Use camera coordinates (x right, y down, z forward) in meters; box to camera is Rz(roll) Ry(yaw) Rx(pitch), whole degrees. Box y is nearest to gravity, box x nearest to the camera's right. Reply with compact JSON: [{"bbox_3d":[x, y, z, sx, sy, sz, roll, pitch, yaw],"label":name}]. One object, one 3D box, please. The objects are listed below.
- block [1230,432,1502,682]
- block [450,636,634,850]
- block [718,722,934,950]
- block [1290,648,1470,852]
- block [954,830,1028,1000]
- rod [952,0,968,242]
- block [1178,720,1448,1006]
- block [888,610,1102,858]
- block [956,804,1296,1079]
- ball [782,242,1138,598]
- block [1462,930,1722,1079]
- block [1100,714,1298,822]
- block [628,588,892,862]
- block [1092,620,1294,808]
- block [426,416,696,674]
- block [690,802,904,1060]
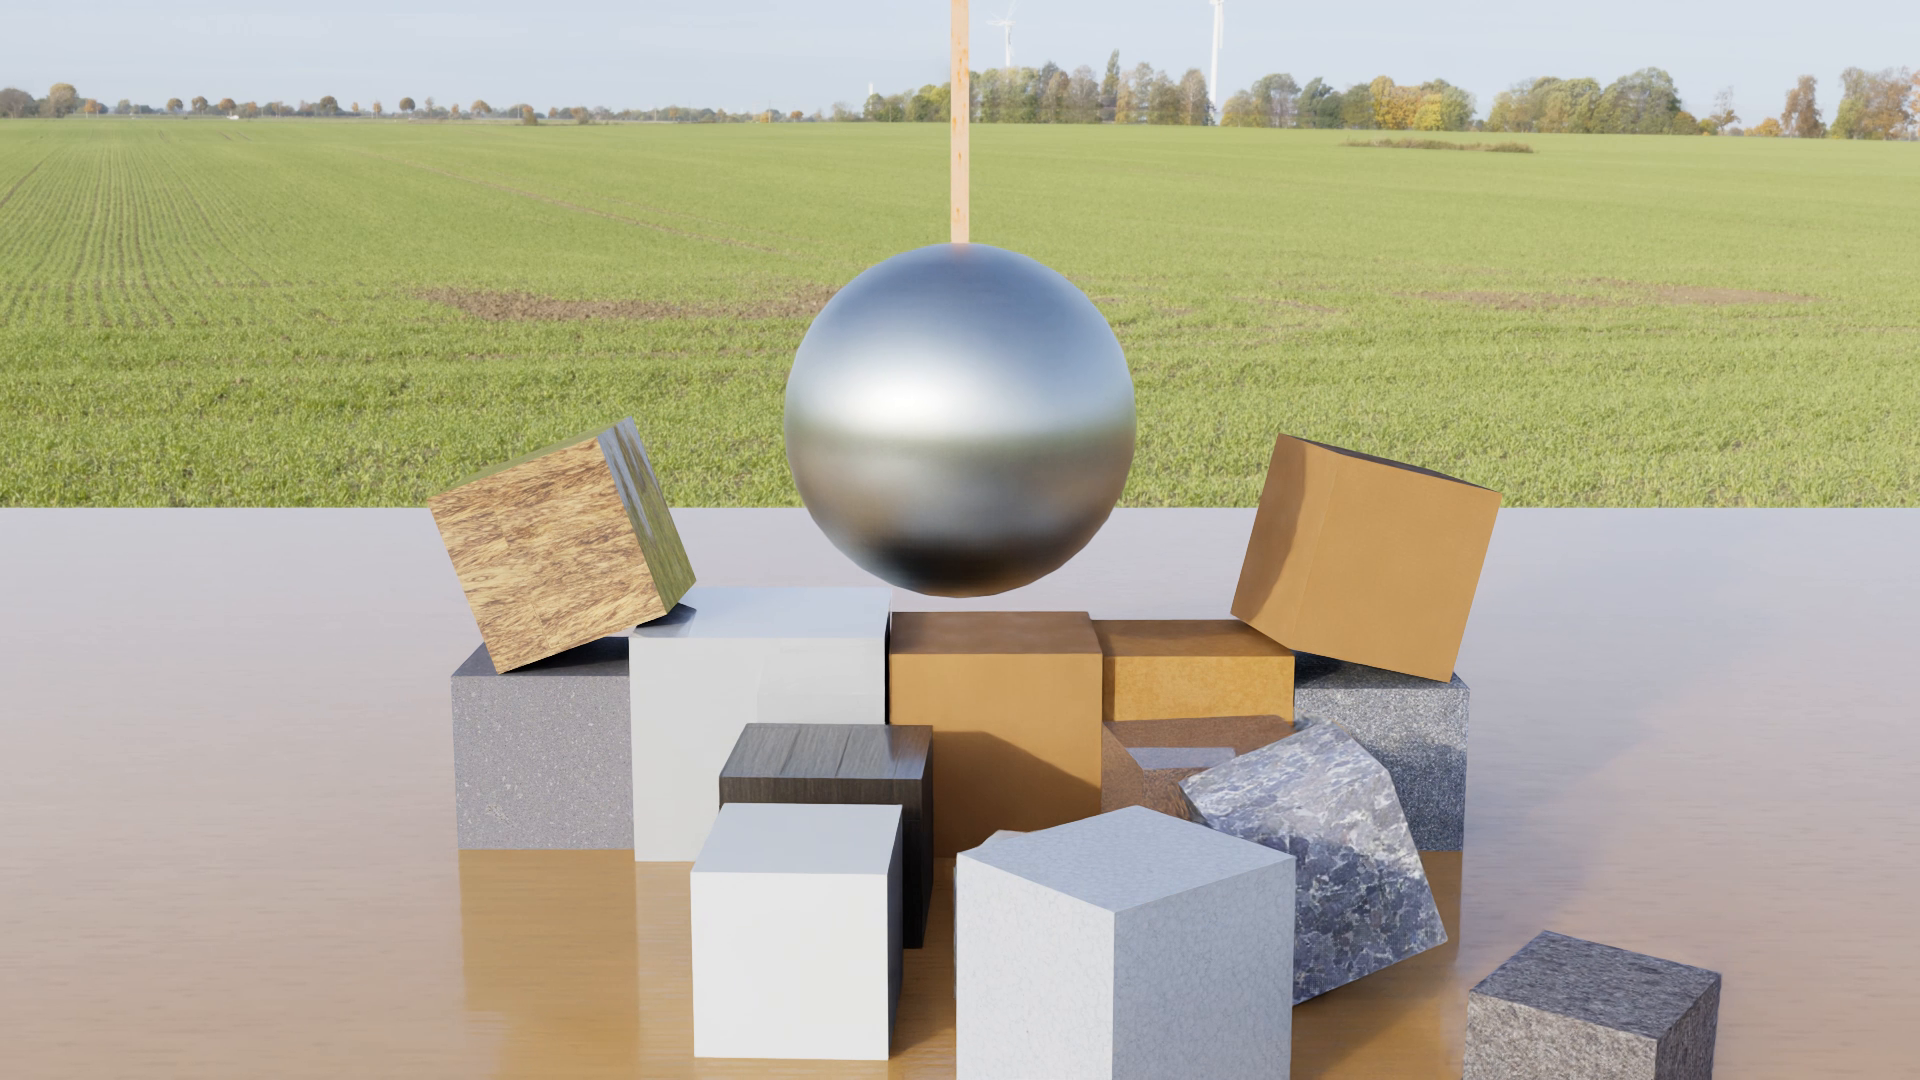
[{"bbox_3d":[2.049,0.077,11.198,0.889,0.979,0.831,12,7,-15],"label":"block"},{"bbox_3d":[-2.066,1.034,11.386,0.905,0.893,0.885,0,10,0],"label":"block"},{"bbox_3d":[-0.590,1.334,10.062,0.886,0.775,0.901,0,10,2],"label":"block"},{"bbox_3d":[2.086,1.064,11.382,0.864,0.835,0.917,0,10,0],"label":"block"},{"bbox_3d":[0.373,1.597,9.190,0.648,0.570,0.540,4,11,20],"label":"block"},{"bbox_3d":[0.000,-3.935,9.963,0.080,5.200,0.080,0,-1,0],"label":"rod"},{"bbox_3d":[1.479,1.354,9.331,0.731,0.788,0.808,-22,12,-3],"label":"block"},{"bbox_3d":[0.167,0.977,11.300,1.041,1.035,0.990,0,10,-1],"label":"block"},{"bbox_3d":[0.605,1.608,8.096,0.920,0.939,0.825,-9,13,-39],"label":"block"},{"bbox_3d":[0.000,-0.535,9.926,1.600,1.600,1.600,0,10,0],"label":"ball"},{"bbox_3d":[2.120,1.831,7.420,0.623,0.722,0.692,9,14,34],"label":"block"},{"bbox_3d":[1.173,1.306,10.244,0.871,0.766,0.826,-2,10,-9],"label":"block"},{"bbox_3d":[-0.985,0.919,11.353,1.237,1.129,1.229,0,10,0],"label":"block"},{"bbox_3d":[1.171,0.989,11.341,0.949,0.997,0.854,0,10,0],"label":"block"},{"bbox_3d":[-2.004,0.007,11.202,0.909,0.936,0.845,-19,9,7],"label":"block"},{"bbox_3d":[-0.636,1.560,8.889,0.753,0.750,0.892,0,10,2],"label":"block"}]
